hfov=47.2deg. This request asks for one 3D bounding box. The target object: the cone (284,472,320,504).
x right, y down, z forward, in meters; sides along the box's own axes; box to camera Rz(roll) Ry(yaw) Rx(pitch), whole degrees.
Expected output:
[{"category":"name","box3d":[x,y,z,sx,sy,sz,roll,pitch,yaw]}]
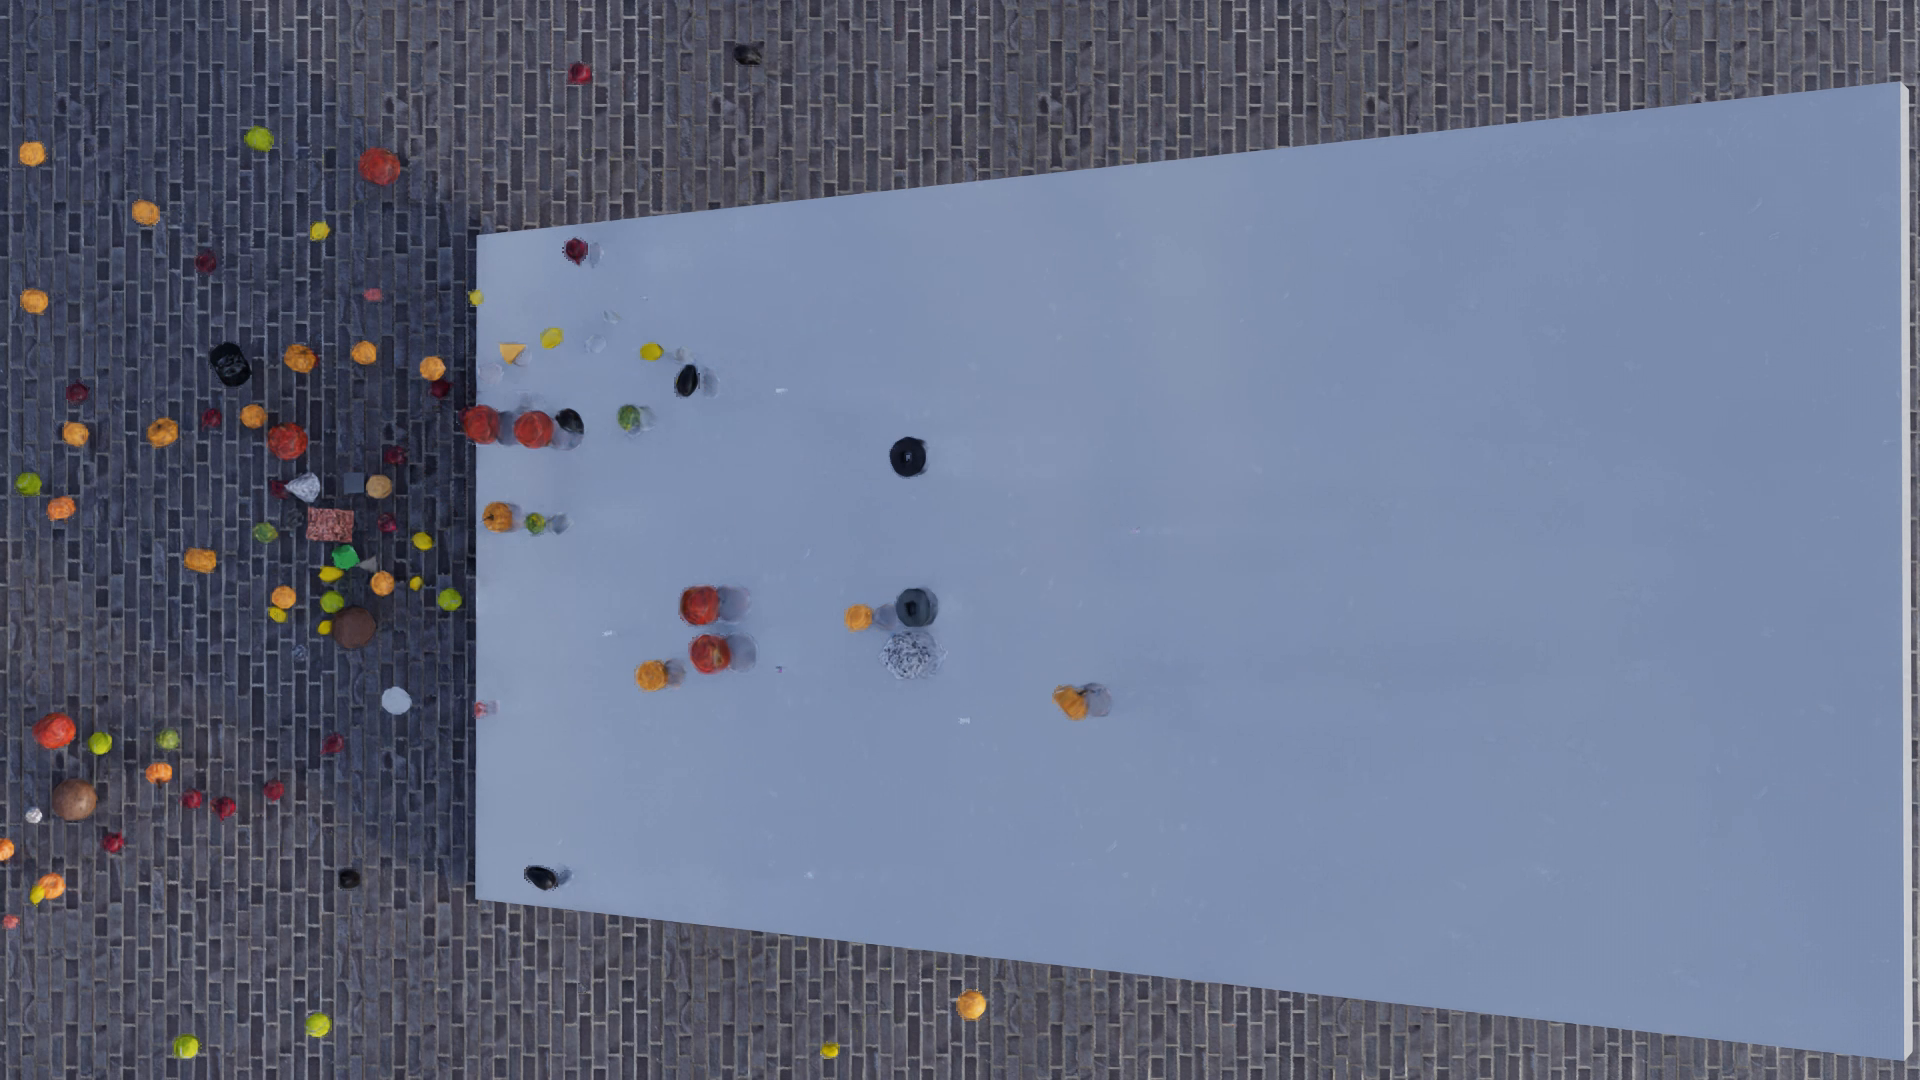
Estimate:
[{"category":"cone","box3d":[-2.006,-0.161,6.645,0.096,0.096,0.096,-2,86,35]}]

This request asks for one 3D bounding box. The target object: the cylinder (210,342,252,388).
[{"category":"cylinder","box3d":[-2.183,-0.524,6.581,0.094,0.094,0.094,-2,56,3]}]

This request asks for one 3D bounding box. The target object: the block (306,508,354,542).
[{"category":"block","box3d":[-1.904,-0.046,6.649,0.096,0.096,0.096,4,89,20]}]

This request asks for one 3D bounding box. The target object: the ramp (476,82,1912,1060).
[{"category":"ramp","box3d":[0.260,0.071,5.600,4.000,0.100,2.000,0,89,32]}]

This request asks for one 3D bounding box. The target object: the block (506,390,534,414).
[{"category":"block","box3d":[-1.303,-0.407,6.501,0.052,0.052,0.052,-28,75,29]}]

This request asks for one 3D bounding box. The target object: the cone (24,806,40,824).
[{"category":"cone","box3d":[-2.828,0.836,6.676,0.054,0.054,0.054,0,89,0]}]

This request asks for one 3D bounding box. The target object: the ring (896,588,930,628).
[{"category":"ring","box3d":[-0.122,0.178,5.760,0.104,0.035,0.104,0,91,36]}]

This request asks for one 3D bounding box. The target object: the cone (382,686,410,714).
[{"category":"cone","box3d":[-1.718,0.503,6.669,0.089,0.089,0.089,10,62,-20]}]

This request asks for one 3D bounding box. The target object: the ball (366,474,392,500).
[{"category":"ball","box3d":[-1.763,-0.162,6.673,0.077,0.077,0.077,0,89,0]}]

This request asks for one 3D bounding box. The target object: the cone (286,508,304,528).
[{"category":"cone","box3d":[-2.029,-0.068,6.681,0.059,0.059,0.059,0,89,0]}]

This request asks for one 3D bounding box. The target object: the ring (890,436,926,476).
[{"category":"ring","box3d":[-0.137,-0.219,5.774,0.104,0.035,0.104,0,90,31]}]

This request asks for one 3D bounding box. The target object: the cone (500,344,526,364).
[{"category":"cone","box3d":[-1.318,-0.566,6.524,0.073,0.073,0.073,-28,90,-8]}]

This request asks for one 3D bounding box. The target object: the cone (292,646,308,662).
[{"category":"cone","box3d":[-1.995,0.344,6.671,0.053,0.053,0.053,5,81,-32]}]

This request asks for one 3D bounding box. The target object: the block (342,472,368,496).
[{"category":"block","box3d":[-1.833,-0.170,6.679,0.062,0.062,0.062,-5,86,1]}]

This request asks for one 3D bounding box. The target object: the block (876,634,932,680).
[{"category":"block","box3d":[-0.145,0.304,5.745,0.083,0.083,0.083,43,111,25]}]

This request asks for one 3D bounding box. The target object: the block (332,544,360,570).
[{"category":"block","box3d":[-1.862,0.051,6.661,0.051,0.051,0.051,-39,129,-34]}]
